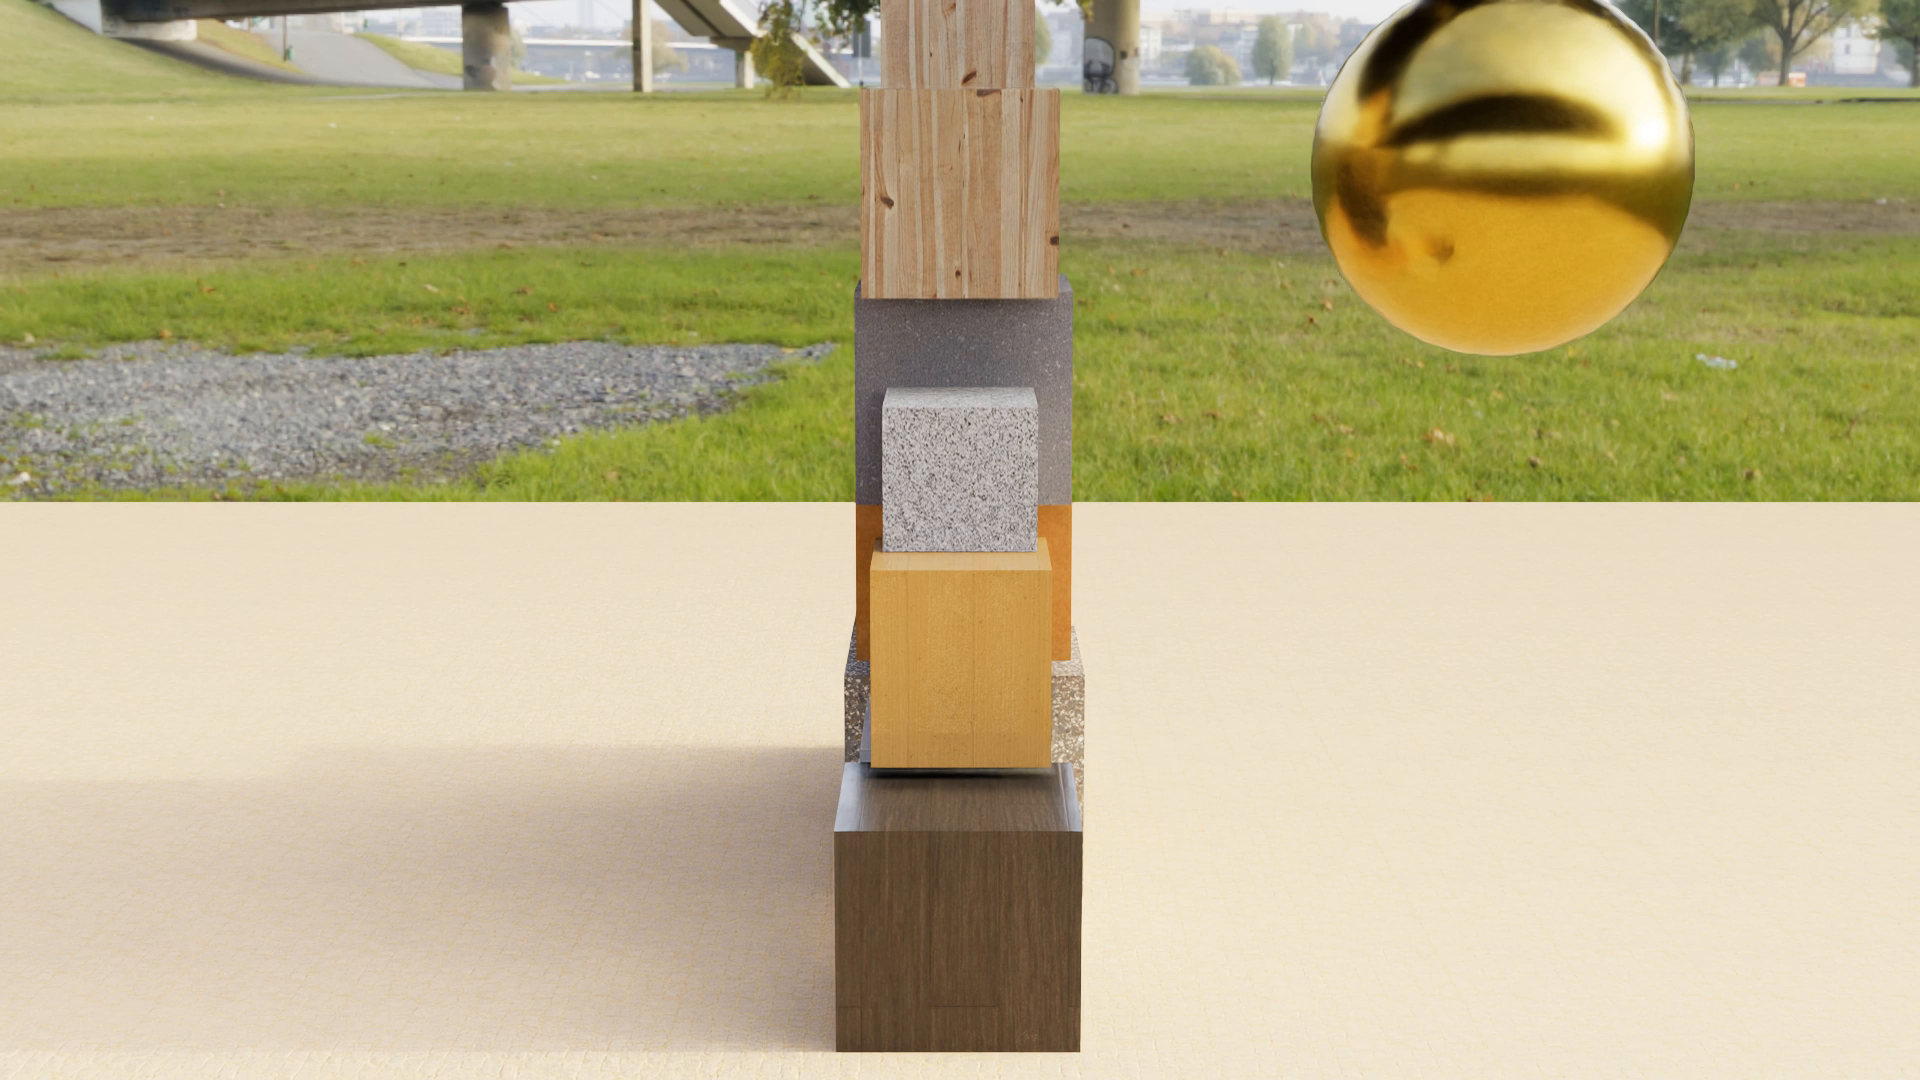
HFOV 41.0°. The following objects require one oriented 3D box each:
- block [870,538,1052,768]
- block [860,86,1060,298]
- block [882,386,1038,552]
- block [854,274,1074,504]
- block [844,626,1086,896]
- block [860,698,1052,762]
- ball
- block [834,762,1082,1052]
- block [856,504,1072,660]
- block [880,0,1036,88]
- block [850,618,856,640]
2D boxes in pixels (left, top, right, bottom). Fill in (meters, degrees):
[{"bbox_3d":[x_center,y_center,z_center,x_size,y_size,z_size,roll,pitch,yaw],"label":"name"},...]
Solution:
[{"bbox_3d":[0.004,0.430,10.118,0.689,0.770,0.705,0,10,0],"label":"block"},{"bbox_3d":[0.000,-1.451,10.597,0.791,0.825,0.795,0,11,0],"label":"block"},{"bbox_3d":[0.001,-0.293,10.351,0.606,0.571,0.682,0,10,0],"label":"block"},{"bbox_3d":[0.015,-0.662,11.031,0.902,0.894,0.786,0,11,0],"label":"block"},{"bbox_3d":[0.019,0.969,11.493,1.025,0.981,1.005,0,10,0],"label":"block"},{"bbox_3d":[-0.017,1.185,10.584,0.755,0.882,0.842,0,10,0],"label":"block"},{"bbox_3d":[2.295,-1.582,10.893,1.600,1.600,1.600,0,10,0],"label":"ball"},{"bbox_3d":[-0.006,1.369,9.705,0.889,0.835,0.932,0,10,0],"label":"block"},{"bbox_3d":[0.016,0.083,11.533,0.935,0.749,0.834,0,10,0],"label":"block"},{"bbox_3d":[-0.009,-2.172,10.749,0.630,0.529,0.618,0,11,0],"label":"block"},{"bbox_3d":[-0.013,0.845,12.427,0.998,0.891,0.858,0,10,0],"label":"block"}]
